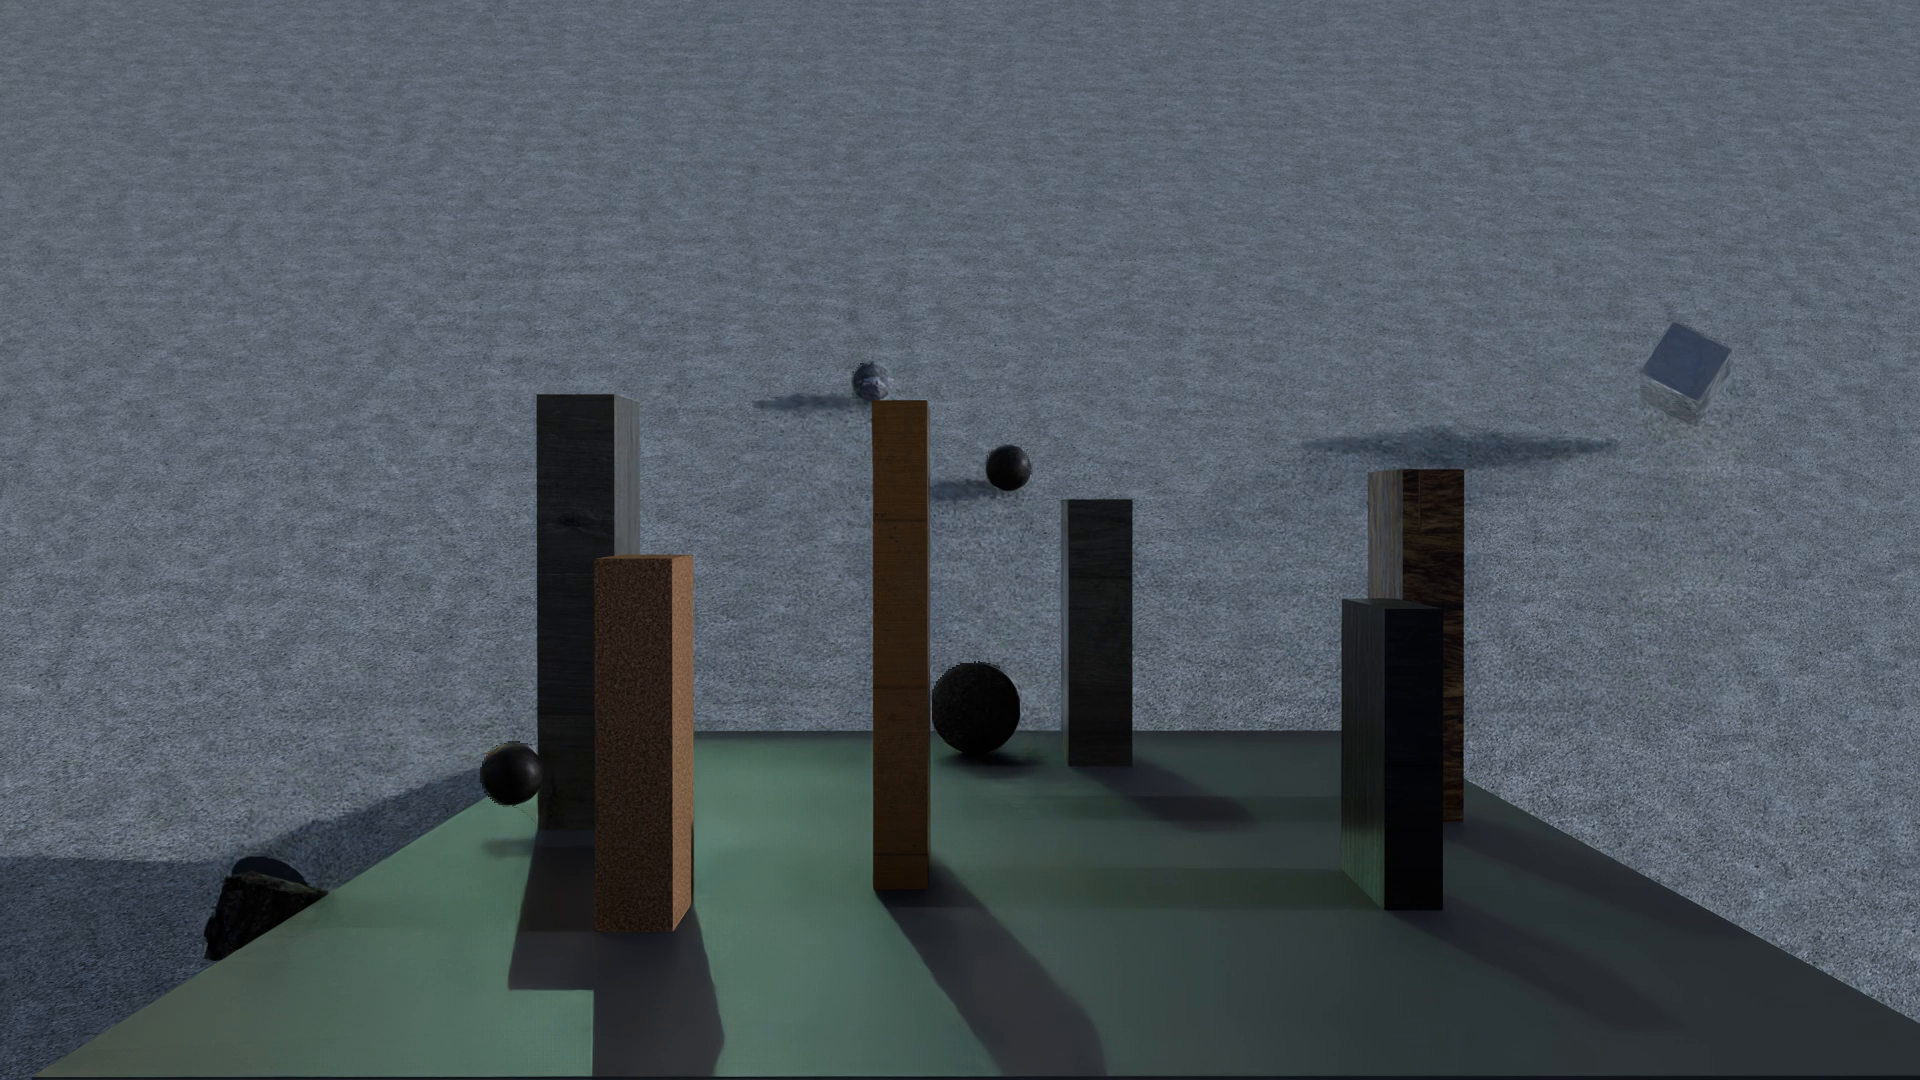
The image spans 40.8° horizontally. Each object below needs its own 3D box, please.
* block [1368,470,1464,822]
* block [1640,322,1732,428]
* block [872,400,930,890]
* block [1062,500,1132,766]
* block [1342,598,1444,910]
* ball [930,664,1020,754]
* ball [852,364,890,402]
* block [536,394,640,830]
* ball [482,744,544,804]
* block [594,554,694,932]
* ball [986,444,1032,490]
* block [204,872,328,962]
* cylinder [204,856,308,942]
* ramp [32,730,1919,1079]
[{"bbox_3d":[0.858,0.189,4.882,0.111,0.641,0.397,0,1,0],"label":"block"},{"bbox_3d":[2.314,-0.528,8.246,0.205,0.205,0.205,31,79,23],"label":"block"},{"bbox_3d":[-0.090,0.154,4.090,0.081,0.733,0.449,0,1,0],"label":"block"},{"bbox_3d":[0.310,0.202,5.904,0.141,0.589,0.411,0,1,0],"label":"block"},{"bbox_3d":[0.644,0.309,3.872,0.083,0.429,0.410,0,1,0],"label":"block"},{"bbox_3d":[0.036,0.391,5.990,0.209,0.209,0.209,0,28,0],"label":"ball"},{"bbox_3d":[-0.293,-0.523,8.575,0.126,0.126,0.126,0,28,0],"label":"ball"},{"bbox_3d":[-0.682,0.126,4.766,0.138,0.773,0.366,0,1,0],"label":"block"},{"bbox_3d":[-0.785,0.411,4.537,0.108,0.108,0.108,0,28,0],"label":"ball"},{"bbox_3d":[-0.440,0.275,3.620,0.105,0.504,0.276,0,1,0],"label":"block"},{"bbox_3d":[0.151,-0.223,7.989,0.142,0.142,0.142,0,28,0],"label":"ball"},{"bbox_3d":[-1.024,0.568,3.820,0.121,0.121,0.121,14,-3,3],"label":"block"},{"bbox_3d":[-1.461,0.773,5.367,0.164,0.164,0.164,25,22,-11],"label":"cylinder"},{"bbox_3d":[0.063,0.564,4.603,2.000,0.100,4.000,0,1,0],"label":"ramp"}]
